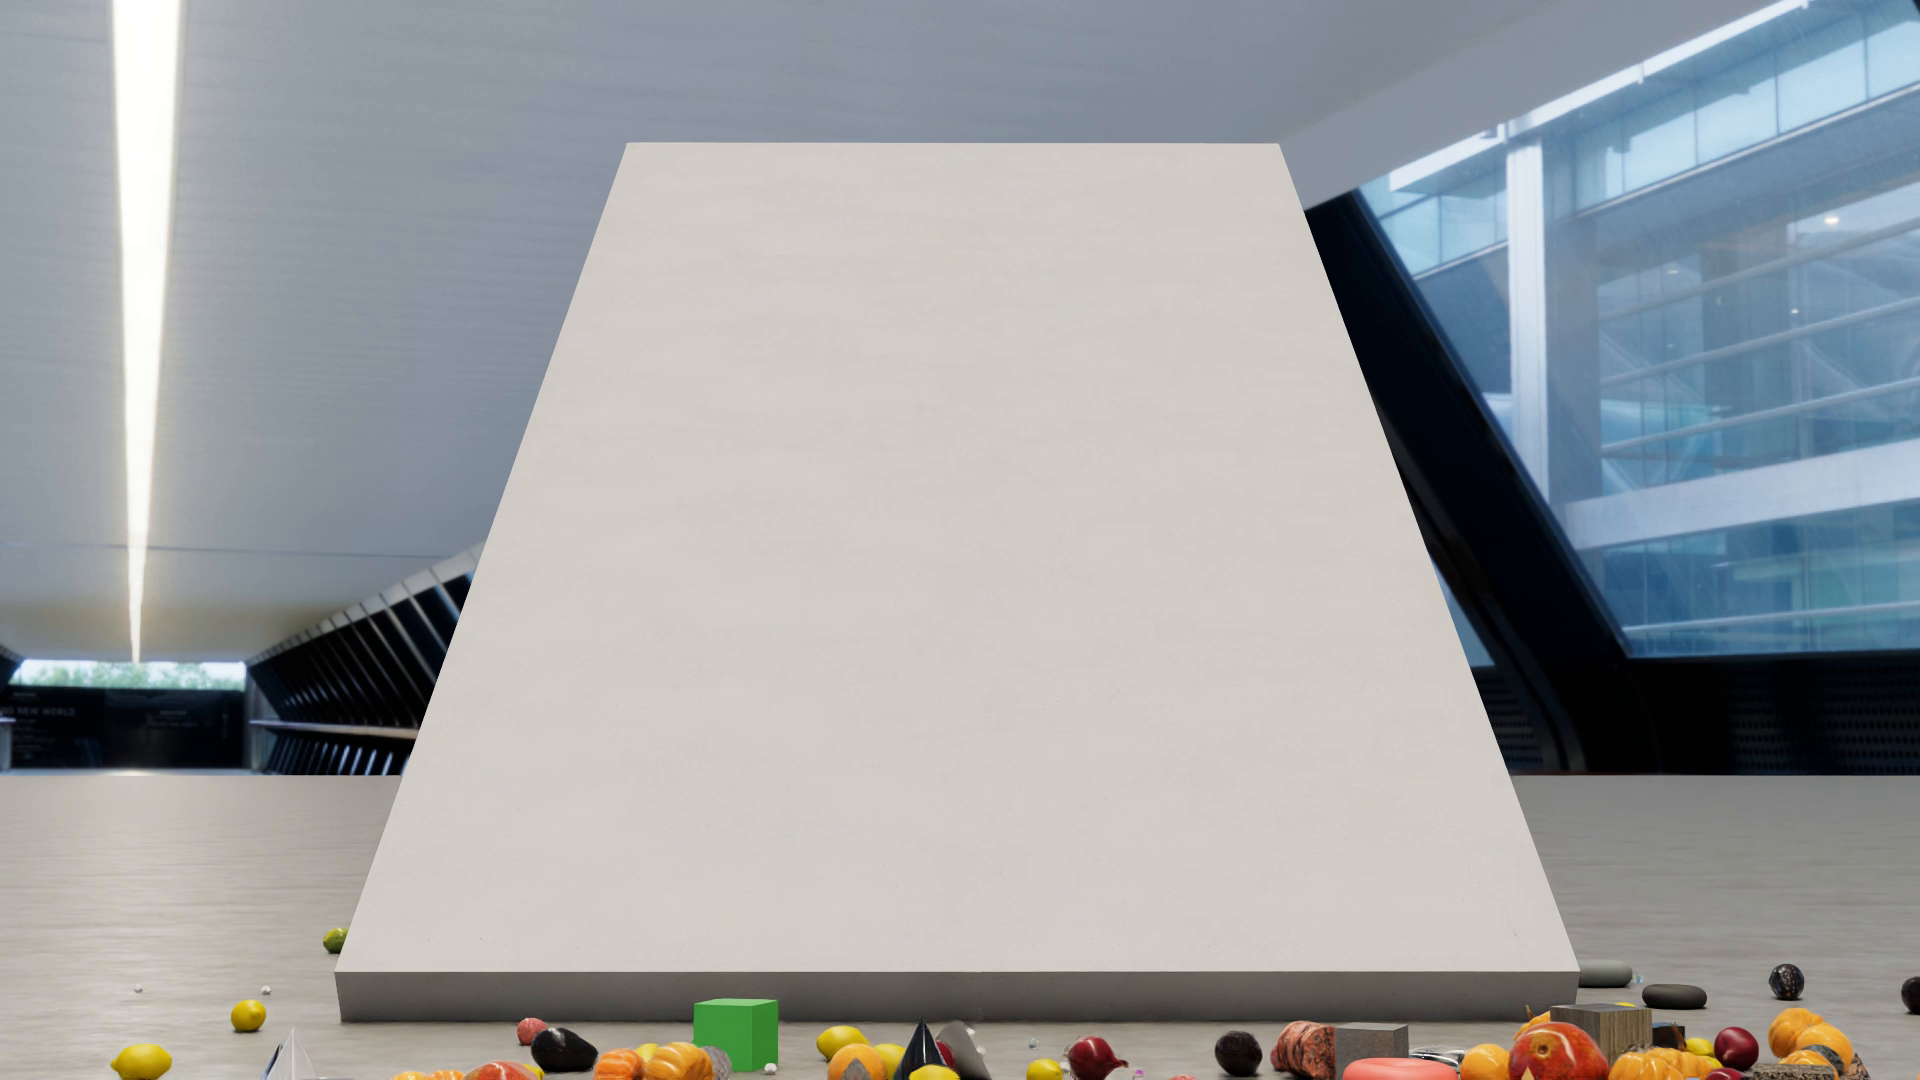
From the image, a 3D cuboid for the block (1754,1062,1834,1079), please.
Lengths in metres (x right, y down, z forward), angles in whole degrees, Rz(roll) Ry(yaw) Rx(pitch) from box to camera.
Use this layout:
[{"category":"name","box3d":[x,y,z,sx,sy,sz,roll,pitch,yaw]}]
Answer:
[{"category":"block","box3d":[0.906,0.615,2.598,0.082,0.082,0.082,-2,-6,18]}]

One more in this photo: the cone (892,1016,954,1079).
[{"category":"cone","box3d":[-0.047,0.648,3.018,0.097,0.097,0.097,0,-5,0]}]

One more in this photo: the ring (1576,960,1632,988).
[{"category":"ring","box3d":[1.197,0.817,4.516,0.139,0.046,0.139,0,-7,0]}]

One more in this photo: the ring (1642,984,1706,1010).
[{"category":"ring","box3d":[1.225,0.783,4.107,0.108,0.036,0.108,1,-5,0]}]

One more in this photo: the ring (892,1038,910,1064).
[{"category":"ring","box3d":[-0.038,0.704,3.286,0.109,0.036,0.109,-1,-7,0]}]

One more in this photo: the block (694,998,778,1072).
[{"category":"block","box3d":[-0.308,0.679,3.289,0.087,0.087,0.087,-2,-6,19]}]

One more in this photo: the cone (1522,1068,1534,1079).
[{"category":"cone","box3d":[0.591,0.597,2.488,0.098,0.098,0.098,0,-5,0]}]

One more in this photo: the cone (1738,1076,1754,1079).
[{"category":"cone","box3d":[0.884,0.650,2.696,0.070,0.070,0.070,1,-32,-5]}]

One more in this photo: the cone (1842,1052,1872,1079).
[{"category":"cone","box3d":[1.109,0.662,2.959,0.058,0.058,0.058,0,-5,0]}]

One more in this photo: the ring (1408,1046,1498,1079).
[{"category":"ring","box3d":[0.637,0.686,3.122,0.126,0.042,0.126,1,-6,0]}]

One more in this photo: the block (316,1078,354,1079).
[{"category":"block","box3d":[-0.711,0.634,2.667,0.058,0.058,0.058,0,-5,-5]}]

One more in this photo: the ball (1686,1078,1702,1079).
[{"category":"ball","box3d":[0.822,0.633,2.675,0.062,0.062,0.062,0,-5,0]}]

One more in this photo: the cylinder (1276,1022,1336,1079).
[{"category":"cylinder","box3d":[0.467,0.674,3.155,0.072,0.072,0.072,2,-6,-22]}]

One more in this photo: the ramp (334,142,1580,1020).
[{"category":"ramp","box3d":[-0.012,-0.220,5.622,2.000,0.100,4.000,0,29,0]}]

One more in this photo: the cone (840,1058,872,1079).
[{"category":"cone","box3d":[-0.103,0.657,2.791,0.079,0.079,0.079,28,-10,-7]}]

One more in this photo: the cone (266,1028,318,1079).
[{"category":"cone","box3d":[-0.839,0.655,3.011,0.082,0.082,0.082,0,-5,0]}]

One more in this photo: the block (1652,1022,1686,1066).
[{"category":"block","box3d":[0.965,0.698,3.312,0.054,0.054,0.054,2,-6,-16]}]

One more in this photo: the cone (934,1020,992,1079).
[{"category":"cone","box3d":[0.011,0.691,3.152,0.083,0.083,0.083,27,9,29]}]

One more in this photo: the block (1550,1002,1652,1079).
[{"category":"block","box3d":[0.847,0.664,3.161,0.092,0.092,0.092,3,-6,-29]}]

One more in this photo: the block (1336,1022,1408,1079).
[{"category":"block","box3d":[0.531,0.665,3.084,0.076,0.076,0.076,-3,-6,25]}]

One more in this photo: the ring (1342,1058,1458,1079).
[{"category":"ring","box3d":[0.542,0.666,2.944,0.143,0.048,0.143,1,-6,0]}]

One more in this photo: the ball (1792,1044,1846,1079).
[{"category":"ball","box3d":[1.076,0.663,2.999,0.063,0.063,0.063,0,-5,0]}]

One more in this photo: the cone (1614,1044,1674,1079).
[{"category":"cone","box3d":[0.861,0.677,2.989,0.074,0.074,0.074,-3,-33,27]}]

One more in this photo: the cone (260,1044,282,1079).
[{"category":"cone","box3d":[-0.889,0.682,3.129,0.050,0.050,0.050,0,-5,0]}]
